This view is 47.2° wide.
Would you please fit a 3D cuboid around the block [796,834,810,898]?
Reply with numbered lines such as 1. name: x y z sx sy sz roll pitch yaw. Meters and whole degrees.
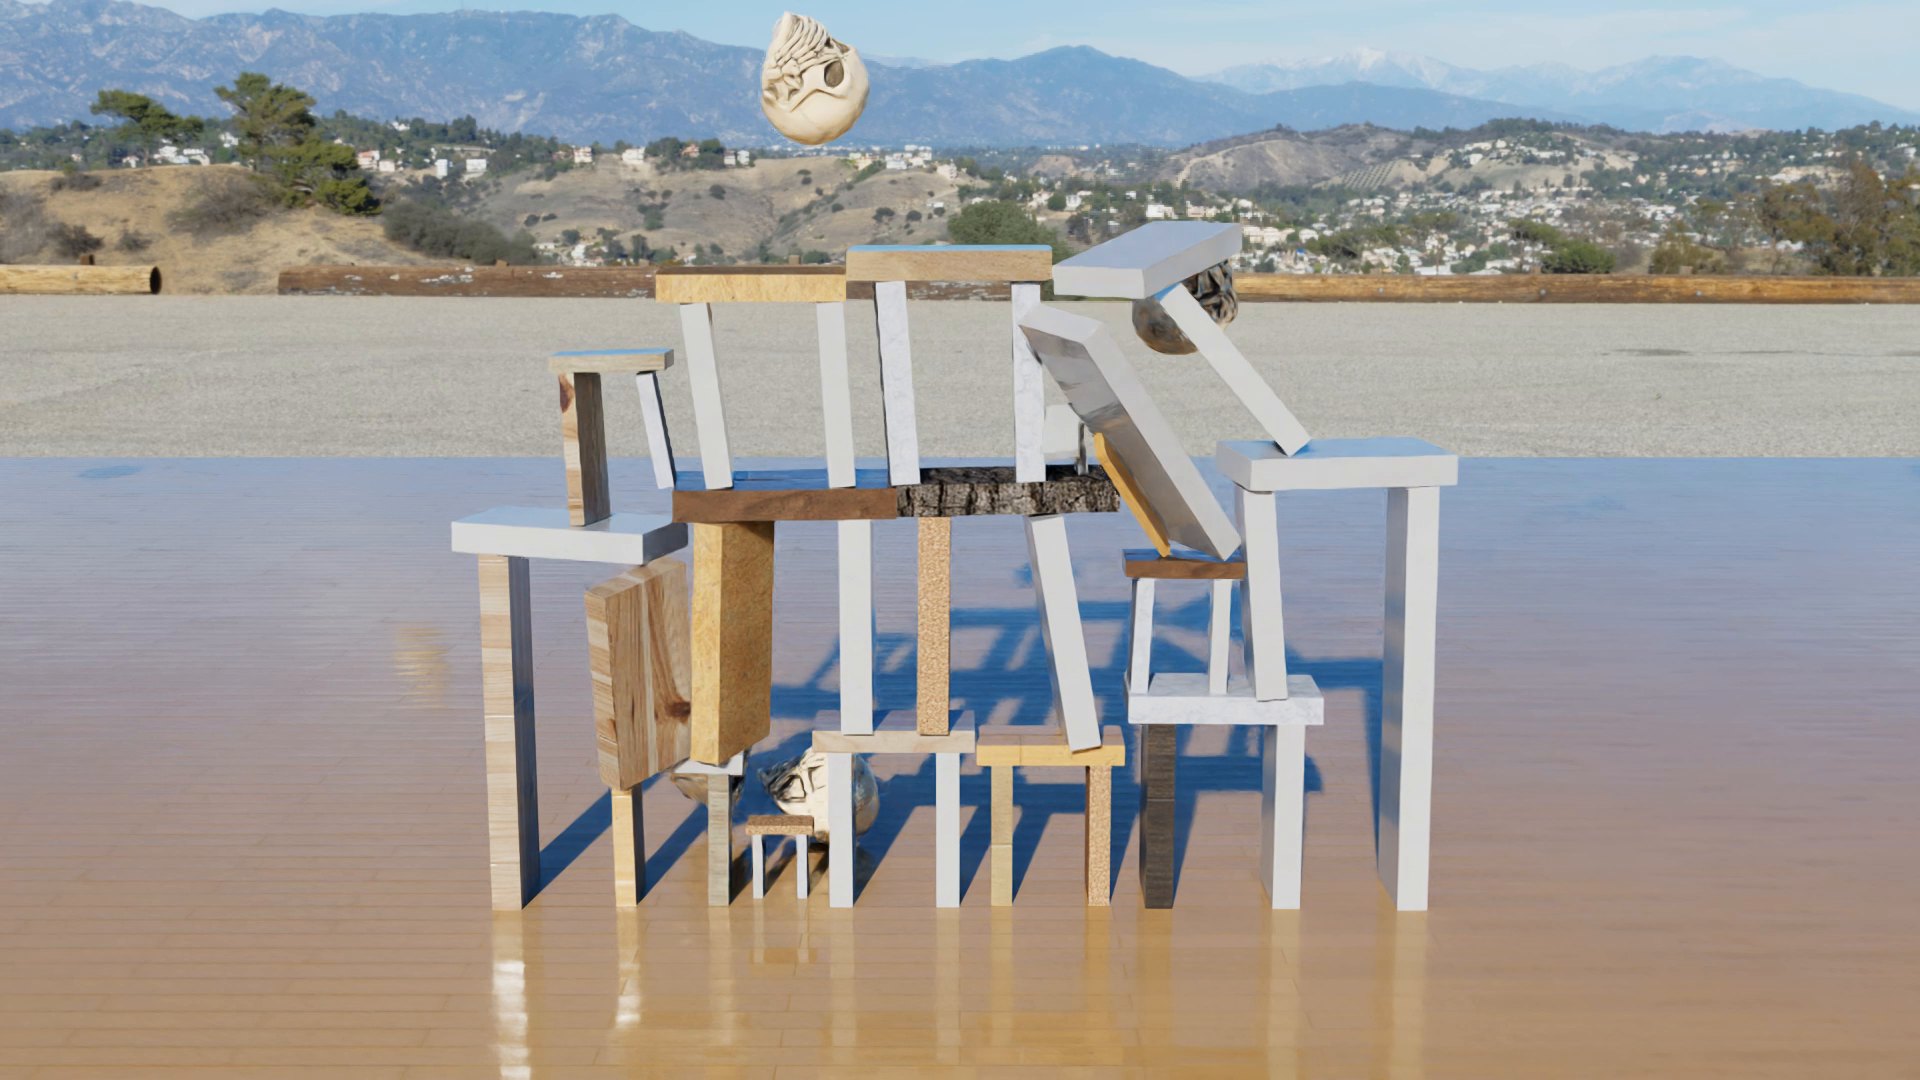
1. block: -0.261 0.535 3.664 0.016 0.110 0.055 0 11 0

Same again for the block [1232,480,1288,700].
1. block: 0.485 0.069 3.558 0.049 0.343 0.171 -5 12 2

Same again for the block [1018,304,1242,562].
1. block: 0.269 -0.163 3.425 0.045 0.494 0.160 -48 37 -14

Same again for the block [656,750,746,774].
1. block: -0.468 0.349 3.606 0.228 0.032 0.114 1 13 -3

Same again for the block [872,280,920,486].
1. block: -0.102 -0.258 3.508 0.045 0.319 0.159 -5 11 -3

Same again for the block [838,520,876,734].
1. block: -0.166 0.123 3.583 0.050 0.350 0.175 0 11 0

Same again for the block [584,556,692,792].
1. block: -0.496 0.209 3.442 0.047 0.333 0.167 18 30 36

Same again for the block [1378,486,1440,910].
1. block: 0.734 0.245 3.609 0.049 0.699 0.171 -1 11 0

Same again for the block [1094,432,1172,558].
1. block: 0.273 -0.070 3.483 0.016 0.240 0.056 -24 38 16

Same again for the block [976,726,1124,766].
1. block: 0.147 0.338 3.621 0.239 0.034 0.120 0 11 0

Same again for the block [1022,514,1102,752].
1. block: 0.163 0.135 3.576 0.050 0.379 0.177 -10 11 -2

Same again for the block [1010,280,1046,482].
1. block: 0.109 -0.263 3.524 0.045 0.319 0.159 -2 11 1

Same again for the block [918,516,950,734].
1. block: -0.042 0.122 3.584 0.050 0.354 0.177 1 11 0

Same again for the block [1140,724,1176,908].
1. block: 0.326 0.435 3.645 0.044 0.312 0.156 0 10 1

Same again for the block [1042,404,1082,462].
1. block: 0.161 -0.171 3.453 0.056 0.016 0.112 -7 44 12

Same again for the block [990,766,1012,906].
1. block: 0.069 0.472 3.648 0.034 0.239 0.120 0 11 0

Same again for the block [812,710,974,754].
1. block: -0.107 0.314 3.617 0.262 0.037 0.131 0 11 0

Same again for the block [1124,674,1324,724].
1. block: 0.429 0.260 3.611 0.312 0.044 0.156 0 10 1

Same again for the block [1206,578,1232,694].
1. block: 0.421 0.146 3.575 0.027 0.191 0.095 2 11 3

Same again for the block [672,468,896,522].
1. block: -0.282 -0.073 3.533 0.350 0.050 0.175 -1 12 -5

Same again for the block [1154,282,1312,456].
1. block: 0.427 -0.280 3.480 0.045 0.320 0.160 -40 10 8

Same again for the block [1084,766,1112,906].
1. block: 0.228 0.472 3.648 0.034 0.239 0.120 0 11 0

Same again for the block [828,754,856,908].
1. block: -0.194 0.461 3.645 0.037 0.262 0.131 0 11 0

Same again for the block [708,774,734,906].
1. block: -0.395 0.477 3.638 0.032 0.228 0.114 1 13 -3

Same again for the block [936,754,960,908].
1. block: -0.020 0.461 3.645 0.037 0.262 0.131 0 11 0

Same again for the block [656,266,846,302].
1. block: -0.328 -0.403 3.454 0.291 0.041 0.145 -1 13 -5

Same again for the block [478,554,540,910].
1. block: -0.740 0.298 3.618 0.047 0.593 0.167 0 11 0

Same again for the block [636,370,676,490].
1. block: -0.482 -0.180 3.487 0.026 0.182 0.091 -10 15 -3

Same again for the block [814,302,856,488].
1. block: -0.199 -0.240 3.499 0.041 0.291 0.145 -4 12 -4

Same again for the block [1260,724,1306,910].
1. block: 0.533 0.436 3.643 0.044 0.312 0.156 0 10 0

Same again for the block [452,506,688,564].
1. block: -0.624 -0.010 3.524 0.333 0.047 0.167 4 11 17

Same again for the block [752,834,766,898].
1. block: -0.335 0.535 3.664 0.016 0.110 0.055 0 11 0

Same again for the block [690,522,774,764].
1. block: -0.366 0.149 3.549 0.050 0.389 0.175 8 14 22

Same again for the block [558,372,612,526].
1. block: -0.594 -0.149 3.486 0.026 0.240 0.091 0 10 18

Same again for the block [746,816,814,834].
1. block: -0.298 0.473 3.653 0.110 0.016 0.055 0 11 0

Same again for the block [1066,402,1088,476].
1. block: 0.190 -0.164 3.547 0.016 0.112 0.056 -8 13 -3

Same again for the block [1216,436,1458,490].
1. block: 0.602 -0.123 3.523 0.343 0.049 0.171 -2 13 -11

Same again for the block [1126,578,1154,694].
1. block: 0.294 0.145 3.580 0.027 0.191 0.095 3 11 0

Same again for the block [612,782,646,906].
1. block: -0.549 0.479 3.644 0.032 0.228 0.114 -1 11 0

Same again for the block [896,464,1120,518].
1. block: 0.070 -0.081 3.558 0.354 0.050 0.177 -1 11 -4

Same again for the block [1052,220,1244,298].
1. block: 0.299 -0.445 3.464 0.160 0.045 0.320 7 23 34

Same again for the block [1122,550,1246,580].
1. block: 0.361 0.039 3.555 0.191 0.027 0.095 1 11 1

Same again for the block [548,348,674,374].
1. block: -0.548 -0.283 3.463 0.182 0.026 0.091 -1 11 2

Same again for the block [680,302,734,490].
1. block: -0.400 -0.238 3.481 0.041 0.291 0.145 -8 13 -3

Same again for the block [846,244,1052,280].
1. block: -0.015 -0.439 3.474 0.319 0.045 0.159 0 11 1
